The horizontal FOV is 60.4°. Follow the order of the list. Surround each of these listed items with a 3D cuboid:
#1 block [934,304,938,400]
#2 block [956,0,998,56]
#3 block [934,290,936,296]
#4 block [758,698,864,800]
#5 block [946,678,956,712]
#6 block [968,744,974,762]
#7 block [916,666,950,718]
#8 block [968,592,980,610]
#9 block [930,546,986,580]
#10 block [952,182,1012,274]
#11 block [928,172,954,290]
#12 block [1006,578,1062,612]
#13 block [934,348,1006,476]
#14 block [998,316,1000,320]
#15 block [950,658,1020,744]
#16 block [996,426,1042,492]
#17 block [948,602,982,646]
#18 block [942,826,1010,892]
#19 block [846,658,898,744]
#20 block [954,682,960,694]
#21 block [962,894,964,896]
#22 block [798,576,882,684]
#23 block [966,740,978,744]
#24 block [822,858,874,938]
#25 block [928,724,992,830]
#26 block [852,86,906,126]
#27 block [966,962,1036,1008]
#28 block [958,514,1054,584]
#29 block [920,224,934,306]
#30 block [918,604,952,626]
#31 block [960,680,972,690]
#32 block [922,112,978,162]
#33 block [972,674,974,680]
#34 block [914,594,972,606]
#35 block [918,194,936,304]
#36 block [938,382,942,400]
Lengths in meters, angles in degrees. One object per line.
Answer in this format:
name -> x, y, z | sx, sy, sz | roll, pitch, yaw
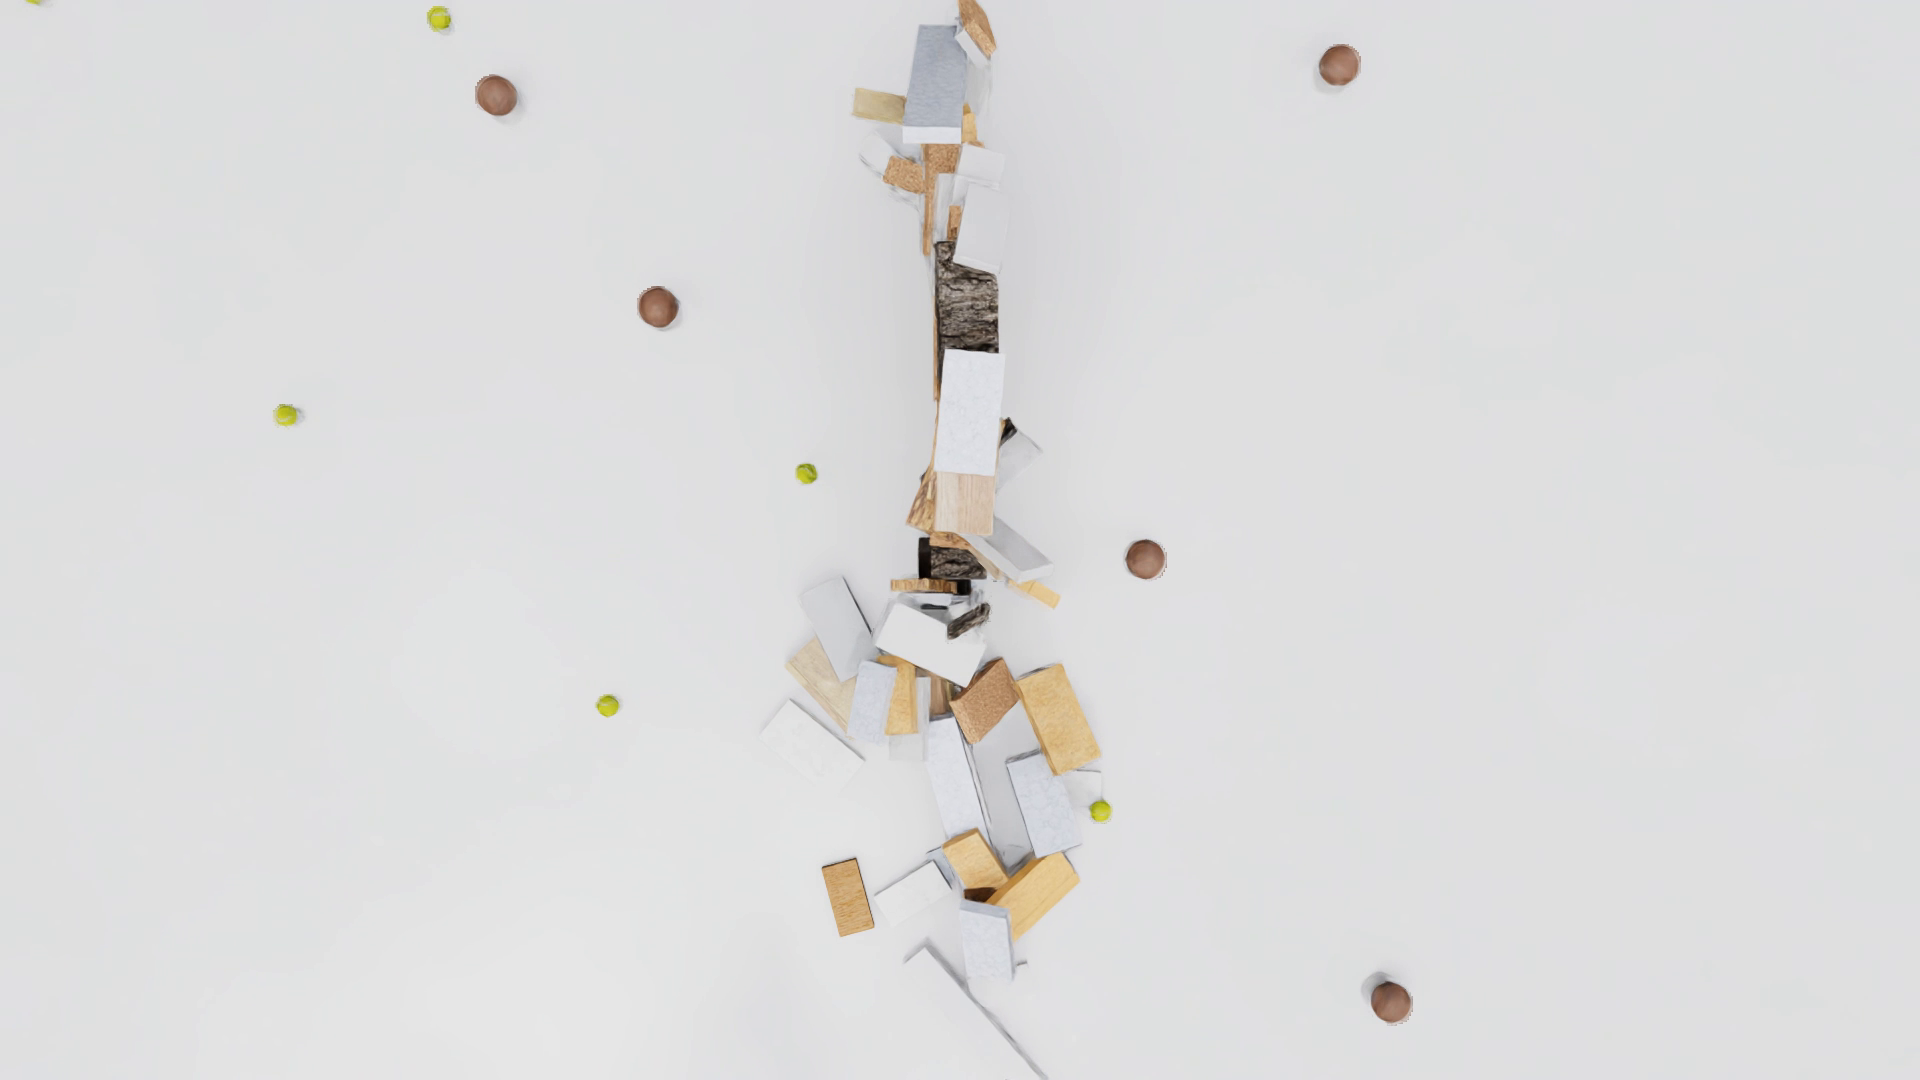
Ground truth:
block -> 0.000, -0.640, 5.433 | 0.175, 0.049, 0.349 | 0, 104, 0
block -> 0.049, -1.671, 5.301 | 0.037, 0.260, 0.130 | -33, 129, 19
block -> 0.005, -0.760, 5.169 | 0.152, 0.355, 0.043 | -5, 89, 2
block -> -0.492, 0.693, 5.477 | 0.324, 0.046, 0.162 | 39, 90, 0
block -> -0.091, 0.491, 5.341 | 0.145, 0.041, 0.291 | -5, 107, 23
block -> -0.002, 0.657, 5.461 | 0.092, 0.026, 0.184 | 0, 73, 0
block -> -0.121, 0.447, 5.285 | 0.145, 0.041, 0.291 | 0, 105, 22
block -> -0.010, 0.255, 5.413 | 0.086, 0.024, 0.200 | 18, 70, 15
block -> -0.001, -0.051, 5.109 | 0.171, 0.048, 0.341 | 1, 78, -1
block -> 0.064, -0.877, 4.634 | 0.131, 0.037, 0.261 | 15, 60, -9
block -> 0.003, -0.897, 4.827 | 0.165, 0.047, 0.330 | 2, 94, -16
block -> 0.236, 0.167, 5.330 | 0.167, 0.333, 0.047 | 31, 86, 2
block -> 0.027, -0.360, 4.668 | 0.172, 0.049, 0.344 | 5, 93, -1
block -> 0.039, -0.627, 5.011 | 0.088, 0.025, 0.176 | 32, 95, -4
block -> 0.085, 0.519, 5.352 | 0.043, 0.305, 0.153 | -18, 103, 35
block -> 0.133, -0.242, 5.231 | 0.240, 0.034, 0.120 | -39, 120, 21
block -> 0.016, 0.262, 5.151 | 0.020, 0.072, 0.143 | -31, 104, -37
block -> 0.062, 1.074, 5.399 | 0.131, 0.037, 0.262 | -27, 110, 11
block -> -0.279, 0.512, 5.230 | 0.125, 0.035, 0.249 | 13, 93, 37
block -> -0.073, 0.426, 5.353 | 0.120, 0.034, 0.239 | -4, 107, 23
block -> 0.073, 1.194, 5.492 | 0.116, 0.016, 0.058 | -15, 90, 0
block -> -0.395, 0.296, 5.447 | 0.159, 0.045, 0.318 | -26, 86, -14
block -> 0.007, 0.584, 5.453 | 0.092, 0.026, 0.185 | -3, 68, -1
block -> -0.372, 1.188, 5.483 | 0.118, 0.033, 0.236 | -15, 90, 0
block -> -0.015, 0.789, 5.373 | 0.145, 0.041, 0.382 | -14, 110, 6
block -> -0.243, -1.336, 5.085 | 0.174, 0.025, 0.087 | 9, 71, -10
block -> 0.137, 1.482, 5.485 | 0.209, 0.030, 0.104 | -15, 90, 0
block -> 0.125, 0.016, 4.877 | 0.291, 0.145, 0.041 | 40, 125, 30
block -> -0.017, -0.876, 5.438 | 0.175, 0.049, 0.349 | -9, 101, 0
block -> -0.063, 0.331, 5.353 | 0.120, 0.034, 0.239 | 2, 109, 21
block -> -0.004, 0.467, 5.439 | 0.092, 0.026, 0.185 | -8, 66, 2
block -> -0.023, -1.107, 4.931 | 0.160, 0.045, 0.320 | -8, 114, -6
block -> 0.001, 0.513, 5.449 | 0.092, 0.026, 0.185 | -1, 68, 5
block -> -0.055, 0.193, 5.301 | 0.120, 0.239, 0.034 | 1, 87, 16
block -> -0.021, -0.955, 5.350 | 0.175, 0.049, 0.349 | -9, 87, 0
block -> 0.004, -0.525, 4.889 | 0.138, 0.039, 0.275 | 1, 84, 0
